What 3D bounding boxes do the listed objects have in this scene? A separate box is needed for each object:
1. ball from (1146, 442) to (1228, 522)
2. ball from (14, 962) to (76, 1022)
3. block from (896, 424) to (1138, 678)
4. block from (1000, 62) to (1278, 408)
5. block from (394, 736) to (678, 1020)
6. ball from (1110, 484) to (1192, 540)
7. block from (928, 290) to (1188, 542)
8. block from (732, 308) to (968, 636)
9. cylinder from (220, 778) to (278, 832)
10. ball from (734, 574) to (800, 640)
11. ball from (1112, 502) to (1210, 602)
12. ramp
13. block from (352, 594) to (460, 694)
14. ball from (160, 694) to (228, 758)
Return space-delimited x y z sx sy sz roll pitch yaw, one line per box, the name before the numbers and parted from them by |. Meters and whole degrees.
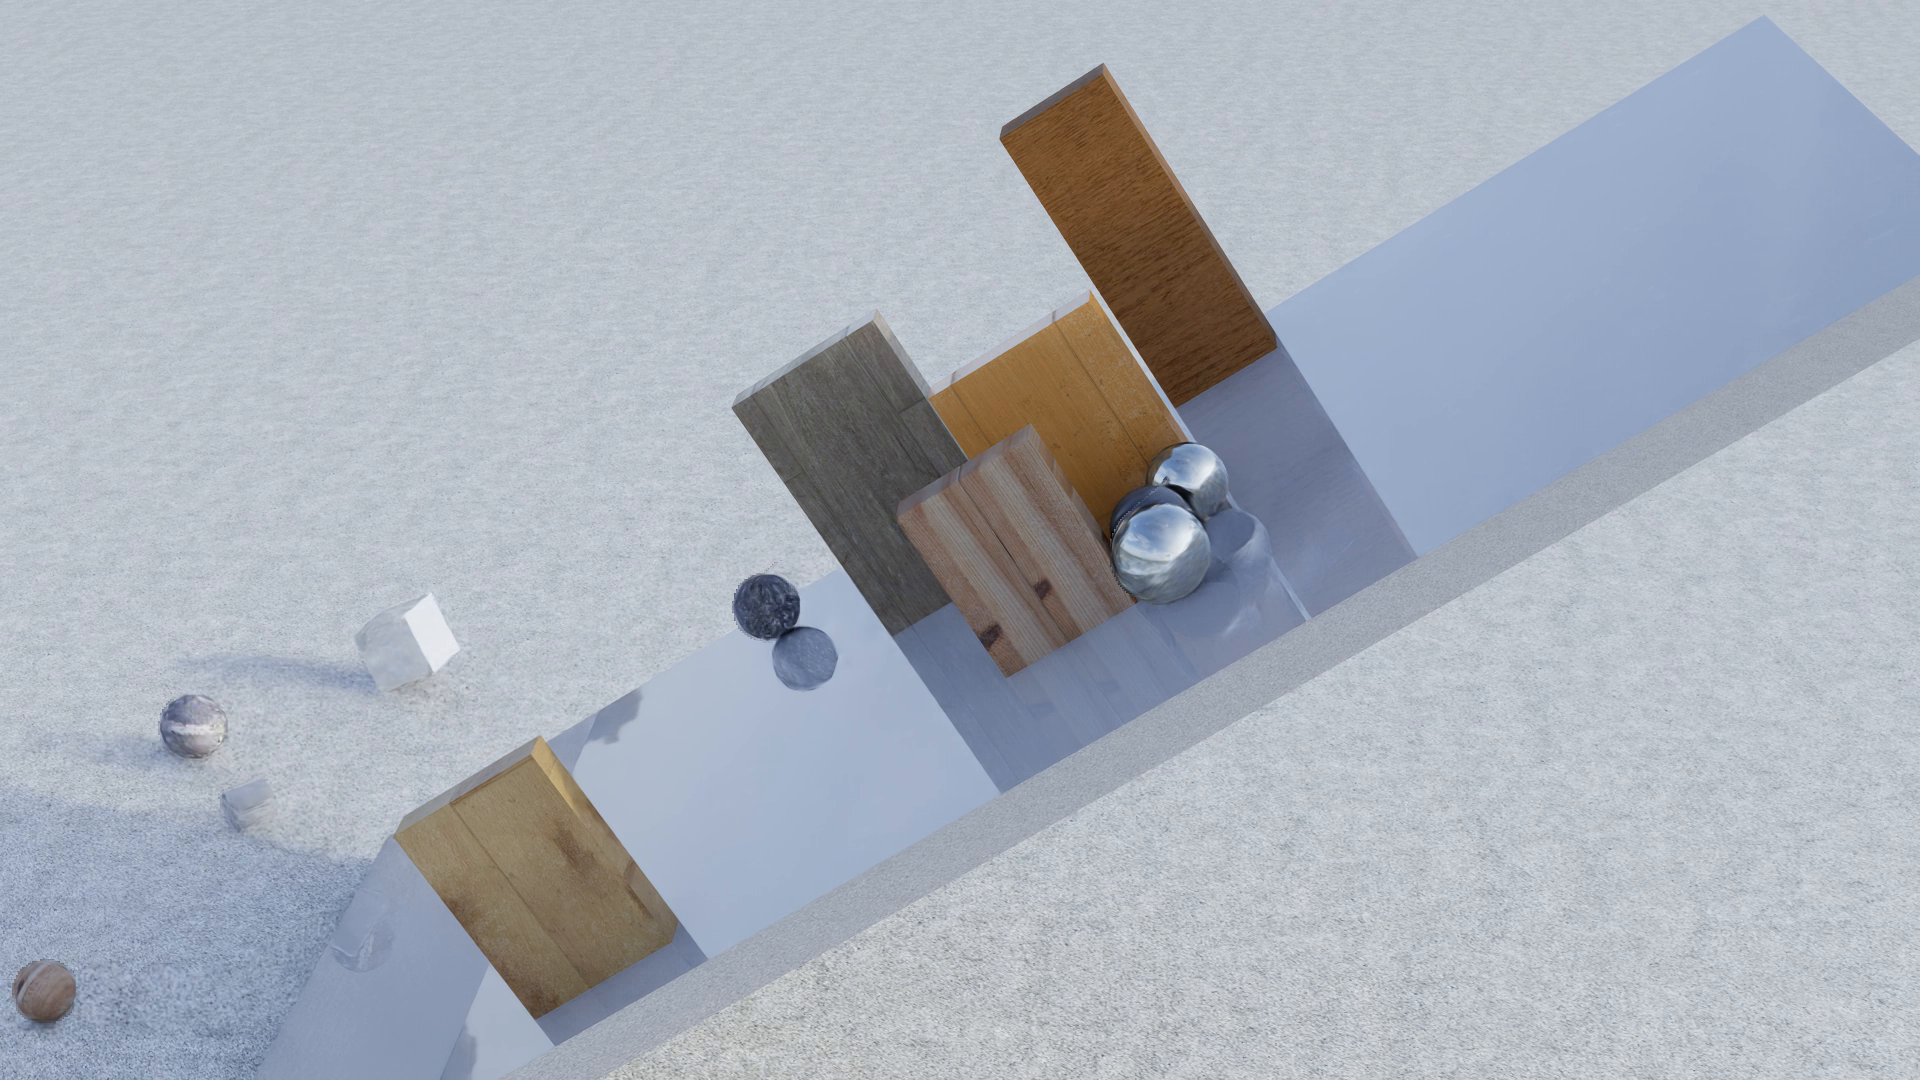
ball | 0.461 -0.115 5.976 0.169 0.169 0.169 0 20 0
ball | -2.160 1.066 6.947 0.141 0.141 0.141 0 20 0
block | 0.116 0.023 5.829 0.312 0.401 0.095 -31 15 14
block | 0.412 -0.694 6.742 0.275 0.750 0.133 -31 15 14
block | -0.821 0.659 5.719 0.331 0.468 0.091 -31 15 14
ball | 0.383 -0.024 5.855 0.171 0.171 0.171 0 20 0
block | 0.236 -0.205 6.096 0.390 0.495 0.091 -31 15 14
block | -0.167 -0.144 6.495 0.373 0.634 0.095 -31 15 14
cylinder | -1.914 0.712 7.921 0.114 0.114 0.114 -21 28 -27
ball | -0.464 0.161 7.098 0.160 0.160 0.160 0 20 0
ball | 0.387 0.024 5.660 0.191 0.191 0.191 0 20 0
ramp | 0.140 0.170 6.295 4.000 0.100 2.000 -31 15 14
block | -1.663 0.309 8.832 0.194 0.194 0.194 -20 13 21
ball | -2.173 0.529 8.342 0.185 0.185 0.185 0 20 0
